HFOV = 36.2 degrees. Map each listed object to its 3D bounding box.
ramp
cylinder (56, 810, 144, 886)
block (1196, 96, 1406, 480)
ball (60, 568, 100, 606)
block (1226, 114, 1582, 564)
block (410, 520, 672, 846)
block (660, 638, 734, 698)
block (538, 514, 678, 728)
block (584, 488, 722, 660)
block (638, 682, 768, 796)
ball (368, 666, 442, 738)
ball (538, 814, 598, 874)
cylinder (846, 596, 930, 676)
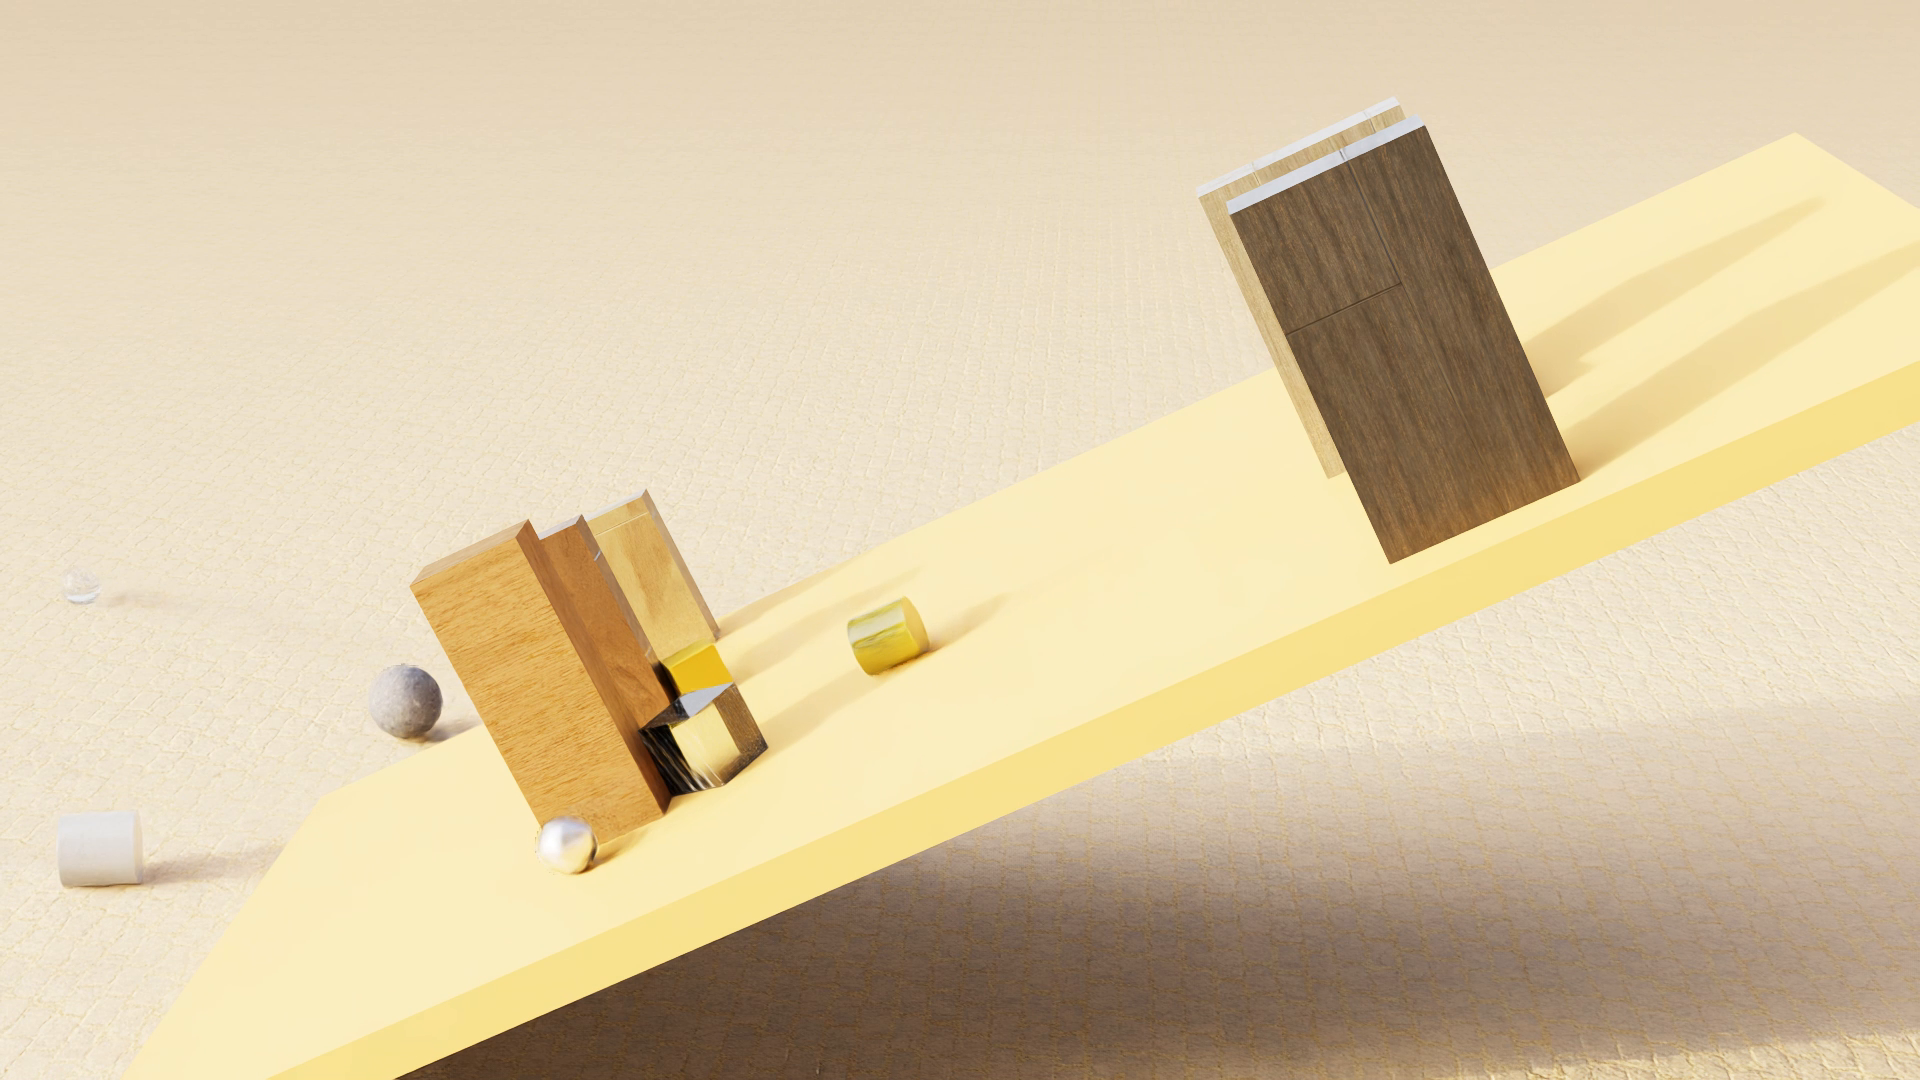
[{"bbox_3d":[0.136,0.169,6.282,4.000,0.100,2.000,-24,13,9],"label":"ramp"},{"bbox_3d":[-2.107,0.756,7.212,0.179,0.179,0.179,-2,16,-8],"label":"cylinder"},{"bbox_3d":[0.812,-0.508,5.963,0.435,0.641,0.122,-24,13,9],"label":"block"},{"bbox_3d":[-2.821,0.150,9.439,0.123,0.123,0.123,0,16,0],"label":"ball"},{"bbox_3d":[0.795,-0.357,5.276,0.371,0.705,0.141,-24,13,9],"label":"block"},{"bbox_3d":[-0.843,0.307,5.968,0.240,0.648,0.141,-24,13,9],"label":"block"},{"bbox_3d":[-0.596,0.306,6.676,0.114,0.114,0.114,-30,14,-13],"label":"block"},{"bbox_3d":[-0.884,0.236,6.638,0.317,0.503,0.086,-24,13,9],"label":"block"},{"bbox_3d":[-0.783,0.111,7.143,0.243,0.404,0.084,-24,13,9],"label":"block"},{"bbox_3d":[-0.528,0.410,6.050,0.158,0.158,0.158,-15,18,41],"label":"block"},{"bbox_3d":[-1.550,0.454,8.228,0.203,0.203,0.203,0,16,0],"label":"ball"},{"bbox_3d":[-0.782,0.607,5.863,0.119,0.119,0.119,0,16,0],"label":"ball"},{"bbox_3d":[-0.152,0.202,6.195,0.130,0.130,0.130,-23,11,14],"label":"cylinder"}]
